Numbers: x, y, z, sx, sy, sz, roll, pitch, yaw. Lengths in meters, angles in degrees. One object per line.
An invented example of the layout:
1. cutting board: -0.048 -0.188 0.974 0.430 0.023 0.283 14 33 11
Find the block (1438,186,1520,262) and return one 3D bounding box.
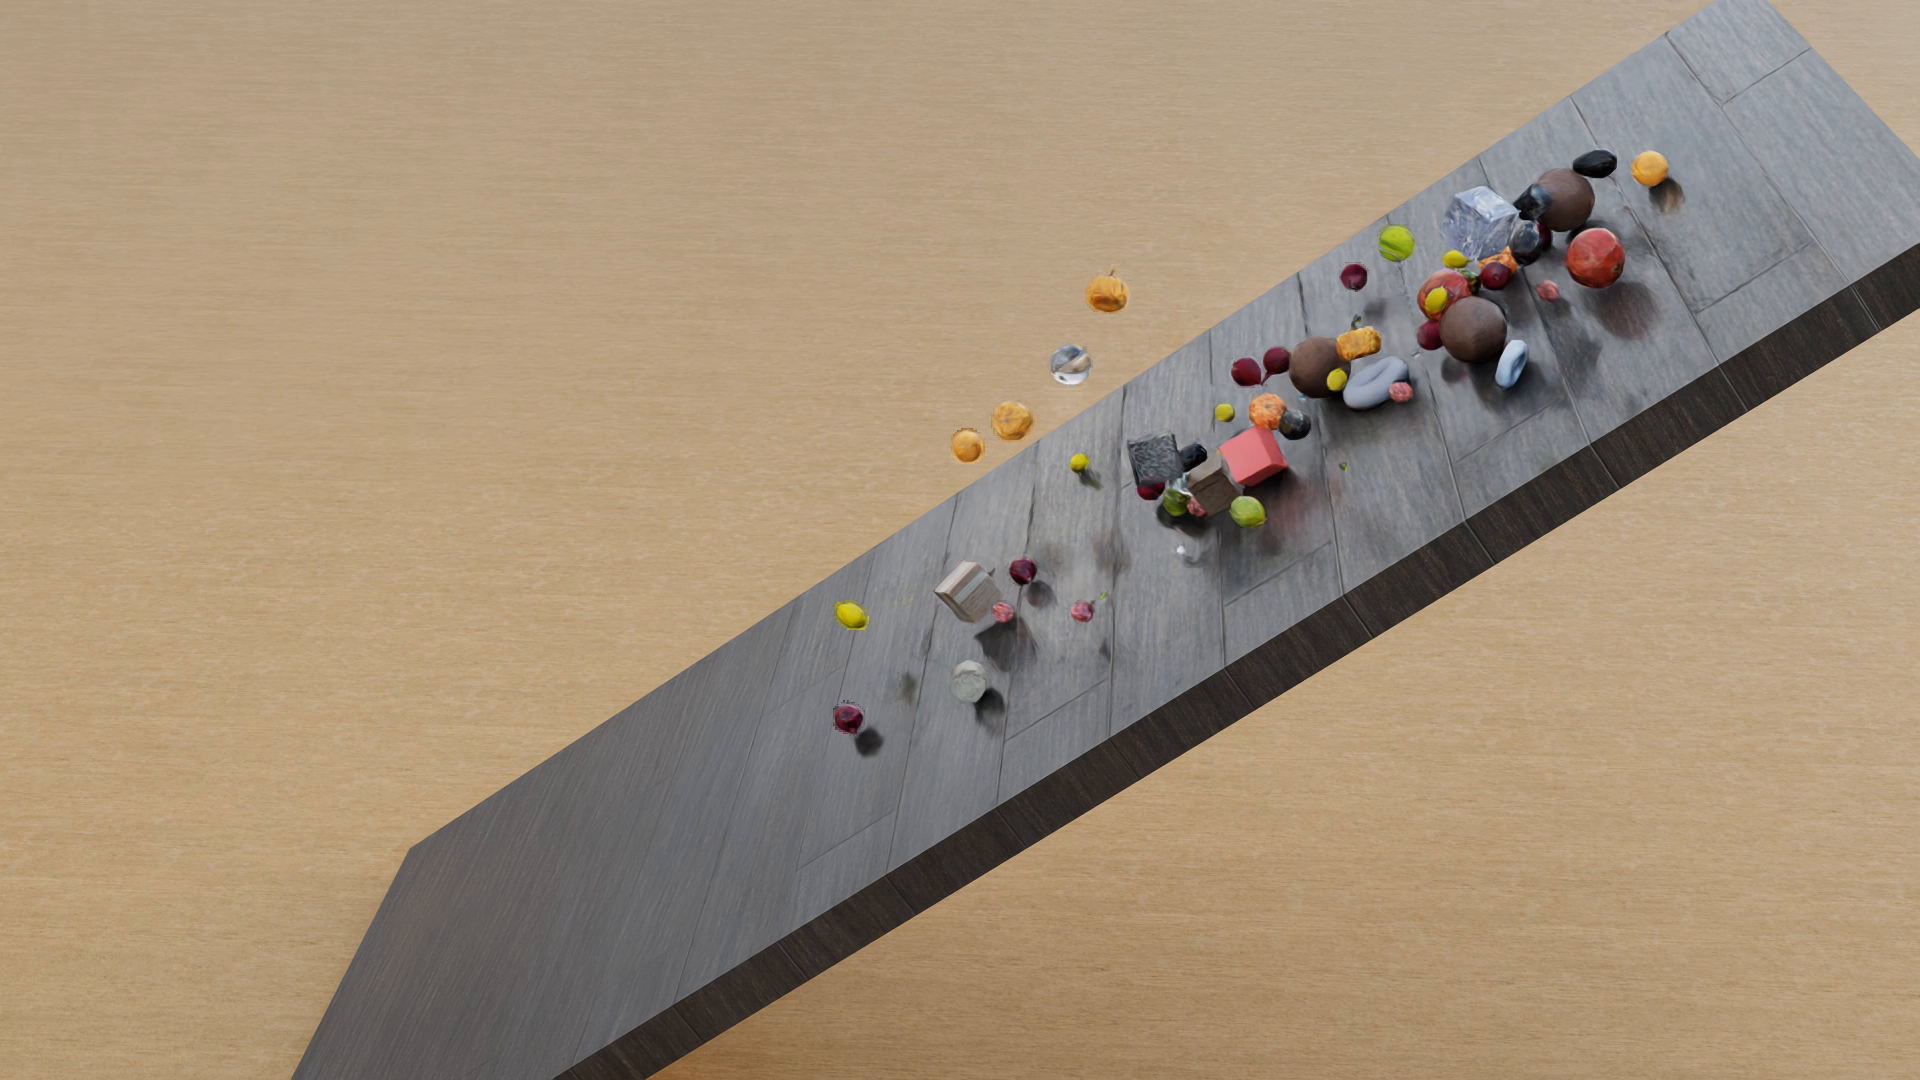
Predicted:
1. block: 1.023 -0.624 5.806 0.098 0.098 0.098 -21 52 -41

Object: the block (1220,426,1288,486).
1. block: 0.589 -0.168 5.894 0.085 0.085 0.085 -30 -17 24

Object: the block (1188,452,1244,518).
1. block: 0.518 -0.113 5.949 0.080 0.080 0.080 -31 19 22

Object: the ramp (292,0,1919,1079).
1. ramp: 0.134 0.175 6.309 4.000 0.100 2.000 -33 16 15

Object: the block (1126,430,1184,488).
1. block: 0.396 -0.166 5.985 0.090 0.090 0.090 -13 8 -2

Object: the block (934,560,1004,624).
1. block: 0.020 0.111 6.271 0.091 0.091 0.091 -46 16 -12

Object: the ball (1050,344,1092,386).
1. ball: 0.227 -0.360 6.045 0.086 0.086 0.086 0 22 0

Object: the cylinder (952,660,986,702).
1. cylinder: 0.018 0.285 5.904 0.069 0.069 0.069 1 14 2

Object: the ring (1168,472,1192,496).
1. ring: 0.465 -0.115 6.021 0.080 0.027 0.080 12 21 -5

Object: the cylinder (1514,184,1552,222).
1. cylinder: 1.149 -0.675 5.902 0.055 0.055 0.055 19 49 -23

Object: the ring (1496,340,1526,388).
1. ring: 1.026 -0.328 5.472 0.031 0.094 0.094 23 29 22

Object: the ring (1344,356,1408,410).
1. ring: 0.836 -0.315 5.910 0.146 0.049 0.146 -33 16 10
